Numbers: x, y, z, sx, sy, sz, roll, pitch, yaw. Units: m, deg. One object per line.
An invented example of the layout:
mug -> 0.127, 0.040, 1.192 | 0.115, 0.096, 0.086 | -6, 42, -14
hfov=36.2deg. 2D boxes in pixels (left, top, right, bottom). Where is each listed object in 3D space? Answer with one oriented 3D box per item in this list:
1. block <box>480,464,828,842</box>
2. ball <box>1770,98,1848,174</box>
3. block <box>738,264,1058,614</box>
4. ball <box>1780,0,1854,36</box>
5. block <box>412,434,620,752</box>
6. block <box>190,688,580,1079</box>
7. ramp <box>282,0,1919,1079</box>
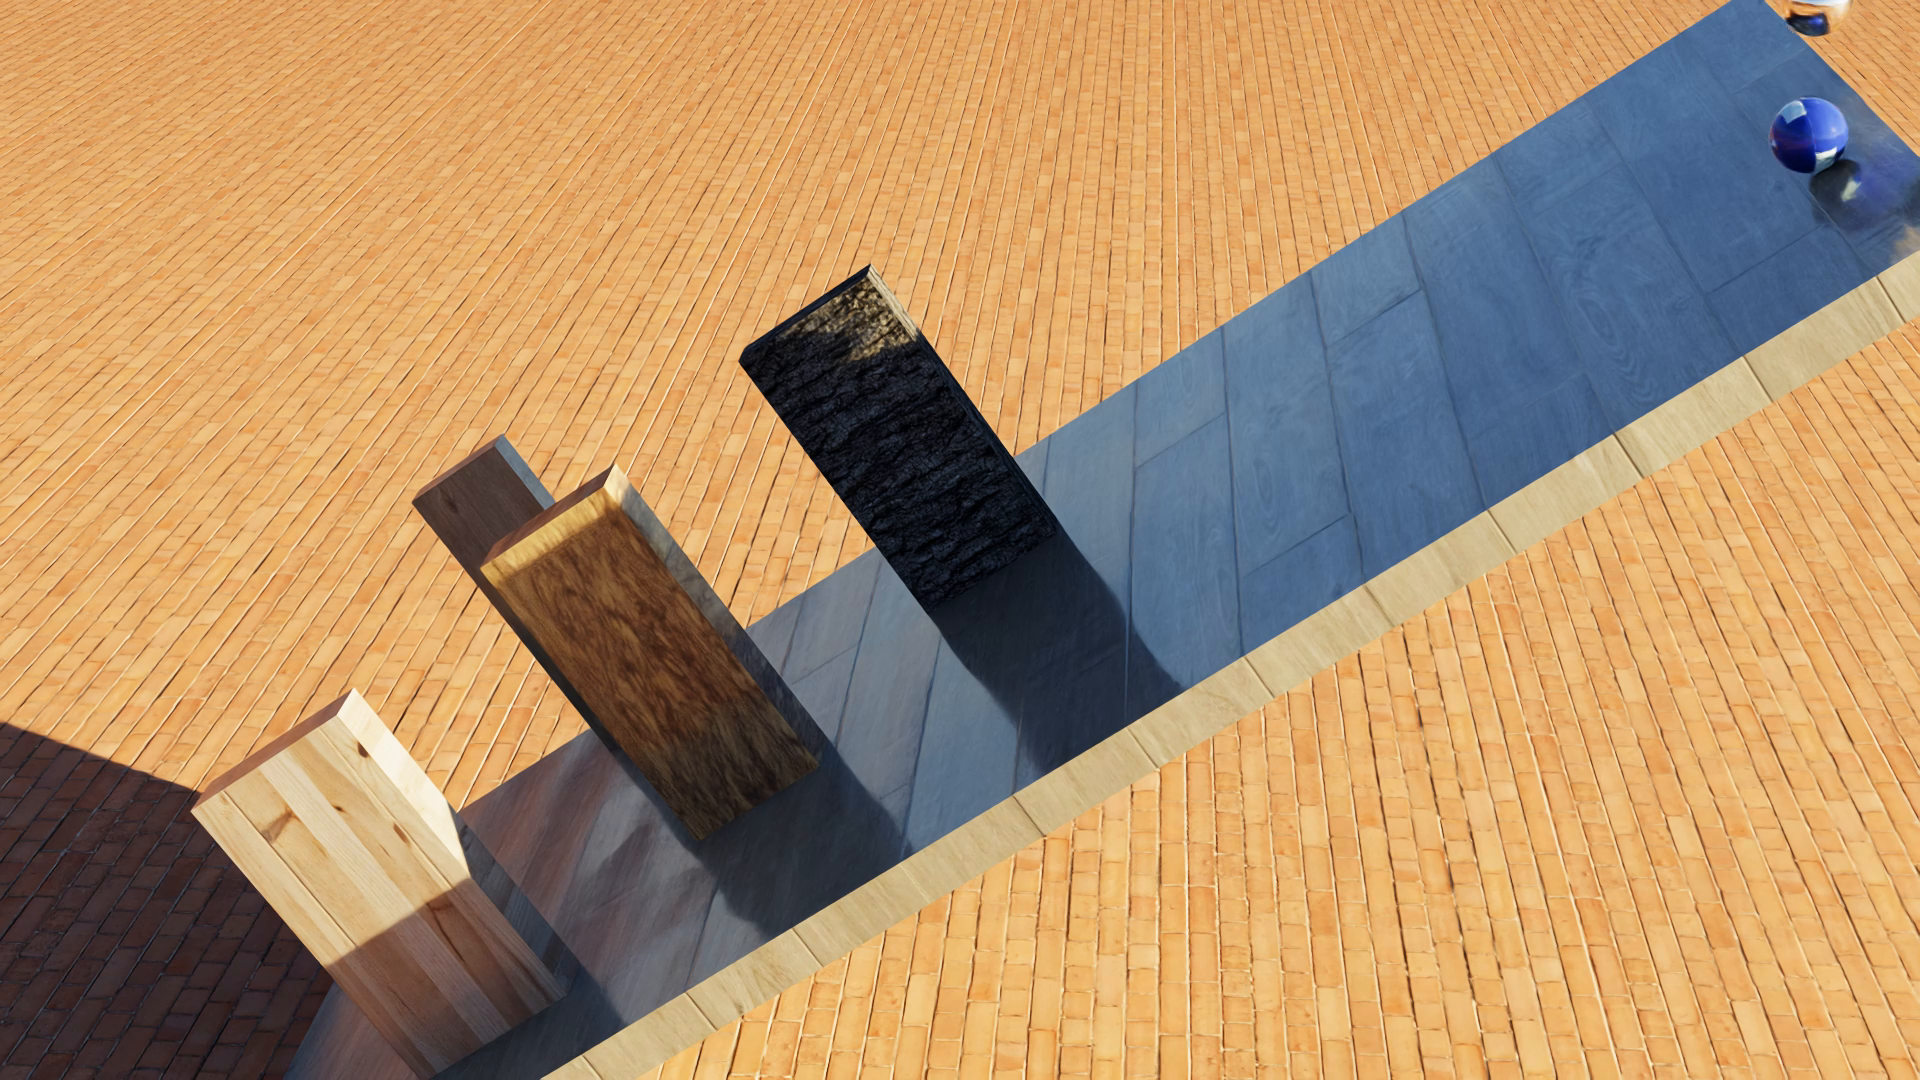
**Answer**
block -> -0.636, 0.241, 6.171 | 0.325, 0.751, 0.139 | -32, 16, 15
ball -> 1.570, -0.749, 5.441 | 0.140, 0.140, 0.140 | 0, 21, 0
block -> -0.132, -0.217, 6.493 | 0.347, 0.716, 0.102 | -32, 16, 15
ball -> 1.607, -1.010, 5.516 | 0.132, 0.132, 0.132 | 0, 21, 0
block -> -0.980, 0.134, 7.160 | 0.258, 0.793, 0.092 | -32, 16, 15
block -> -1.156, 0.705, 5.955 | 0.382, 0.743, 0.130 | -32, 16, 15
ramp -> 0.136, 0.174, 6.306 | 4.000, 0.100, 2.000 | -32, 16, 15
